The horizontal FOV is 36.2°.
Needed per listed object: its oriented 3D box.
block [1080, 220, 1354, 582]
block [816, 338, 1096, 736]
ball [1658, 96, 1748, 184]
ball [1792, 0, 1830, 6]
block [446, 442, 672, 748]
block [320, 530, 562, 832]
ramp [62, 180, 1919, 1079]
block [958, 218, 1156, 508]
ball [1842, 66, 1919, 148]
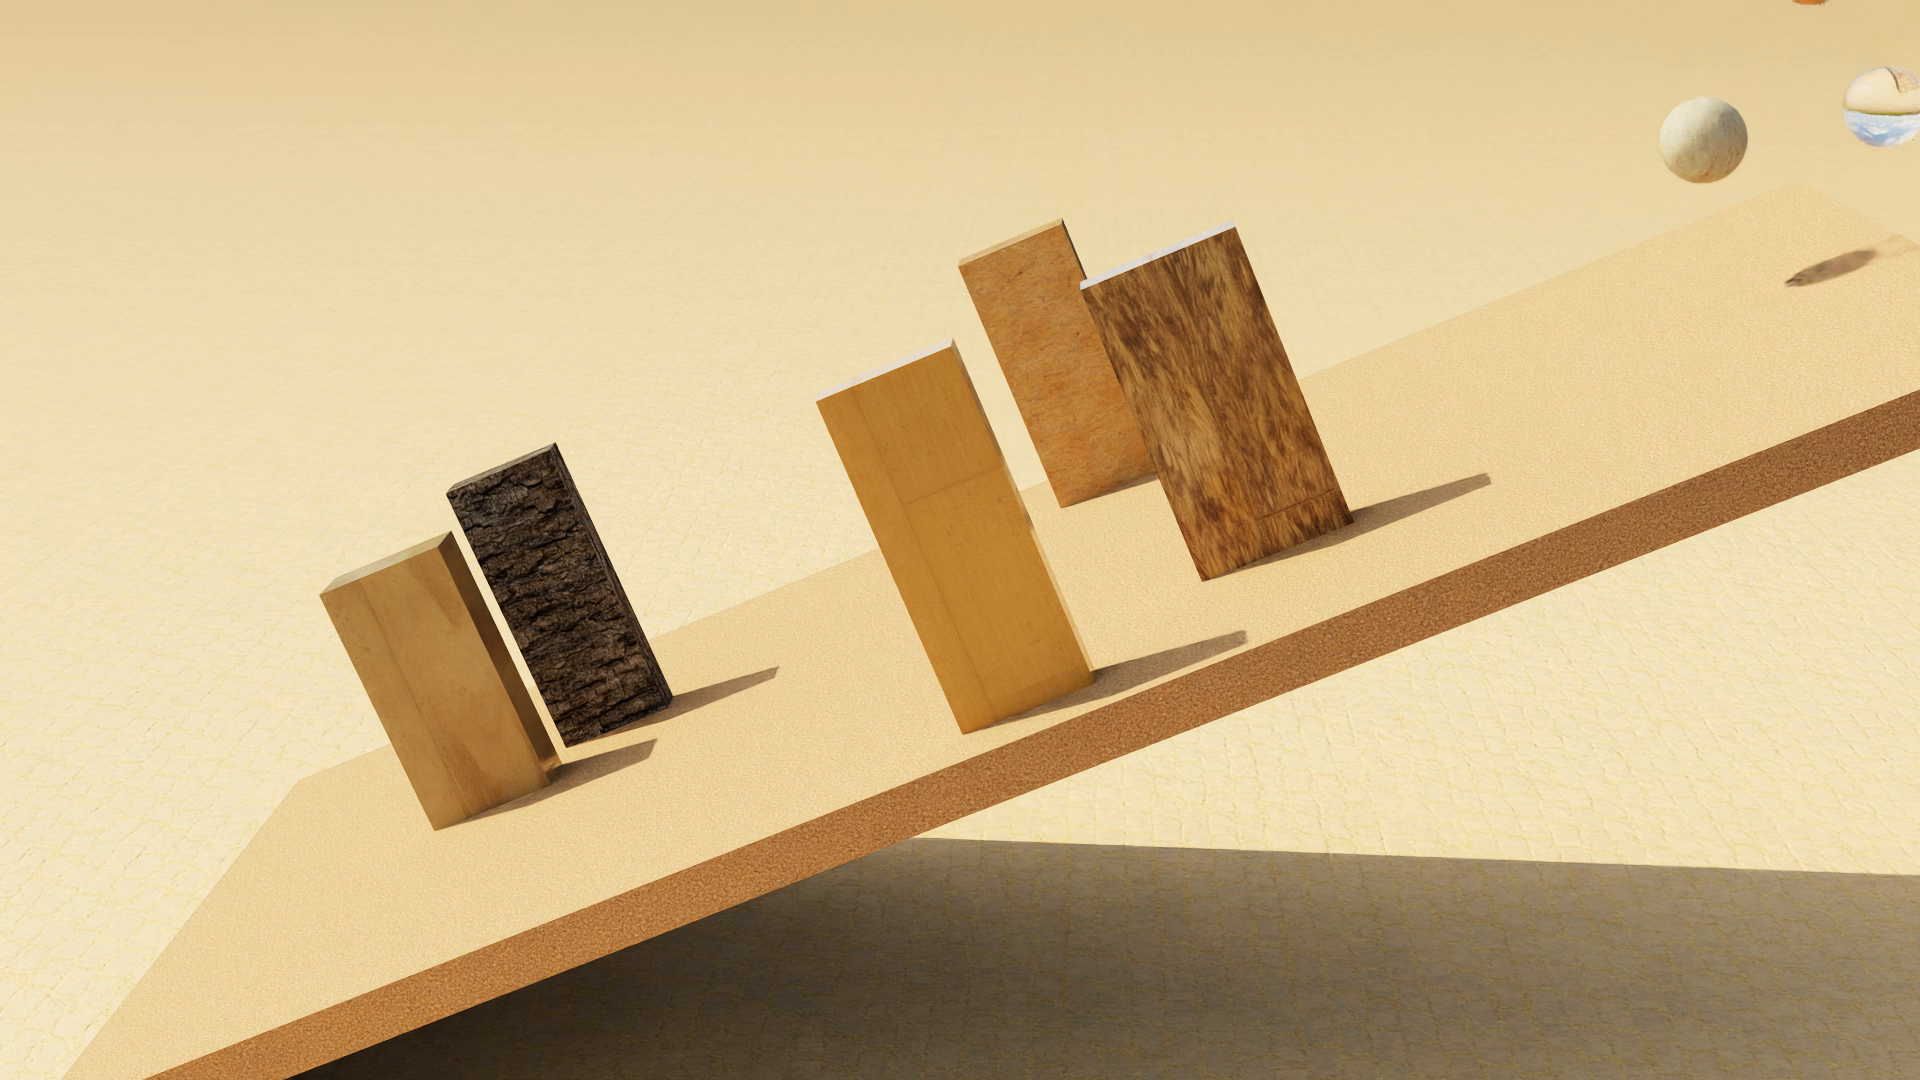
[{"bbox_3d":[0.503,-0.269,5.745,0.319,0.629,0.095,-22,12,8],"label":"block"},{"bbox_3d":[-0.004,-0.004,5.423,0.267,0.685,0.090,-22,12,8],"label":"block"},{"bbox_3d":[1.536,-0.827,6.081,0.179,0.179,0.179,0,14,0],"label":"ball"},{"bbox_3d":[1.808,-1.222,6.241,0.172,0.172,0.172,0,14,0],"label":"ball"},{"bbox_3d":[-0.897,0.126,6.611,0.253,0.641,0.094,-22,12,8],"label":"block"},{"bbox_3d":[-1.128,0.308,6.415,0.283,0.579,0.142,-22,12,8],"label":"block"},{"bbox_3d":[0.128,0.172,6.287,4.000,0.100,2.000,-22,12,8],"label":"ramp"},{"bbox_3d":[0.236,-0.411,6.851,0.258,0.619,0.105,-22,12,8],"label":"block"},{"bbox_3d":[1.916,-0.896,6.092,0.170,0.170,0.170,0,14,0],"label":"ball"}]
